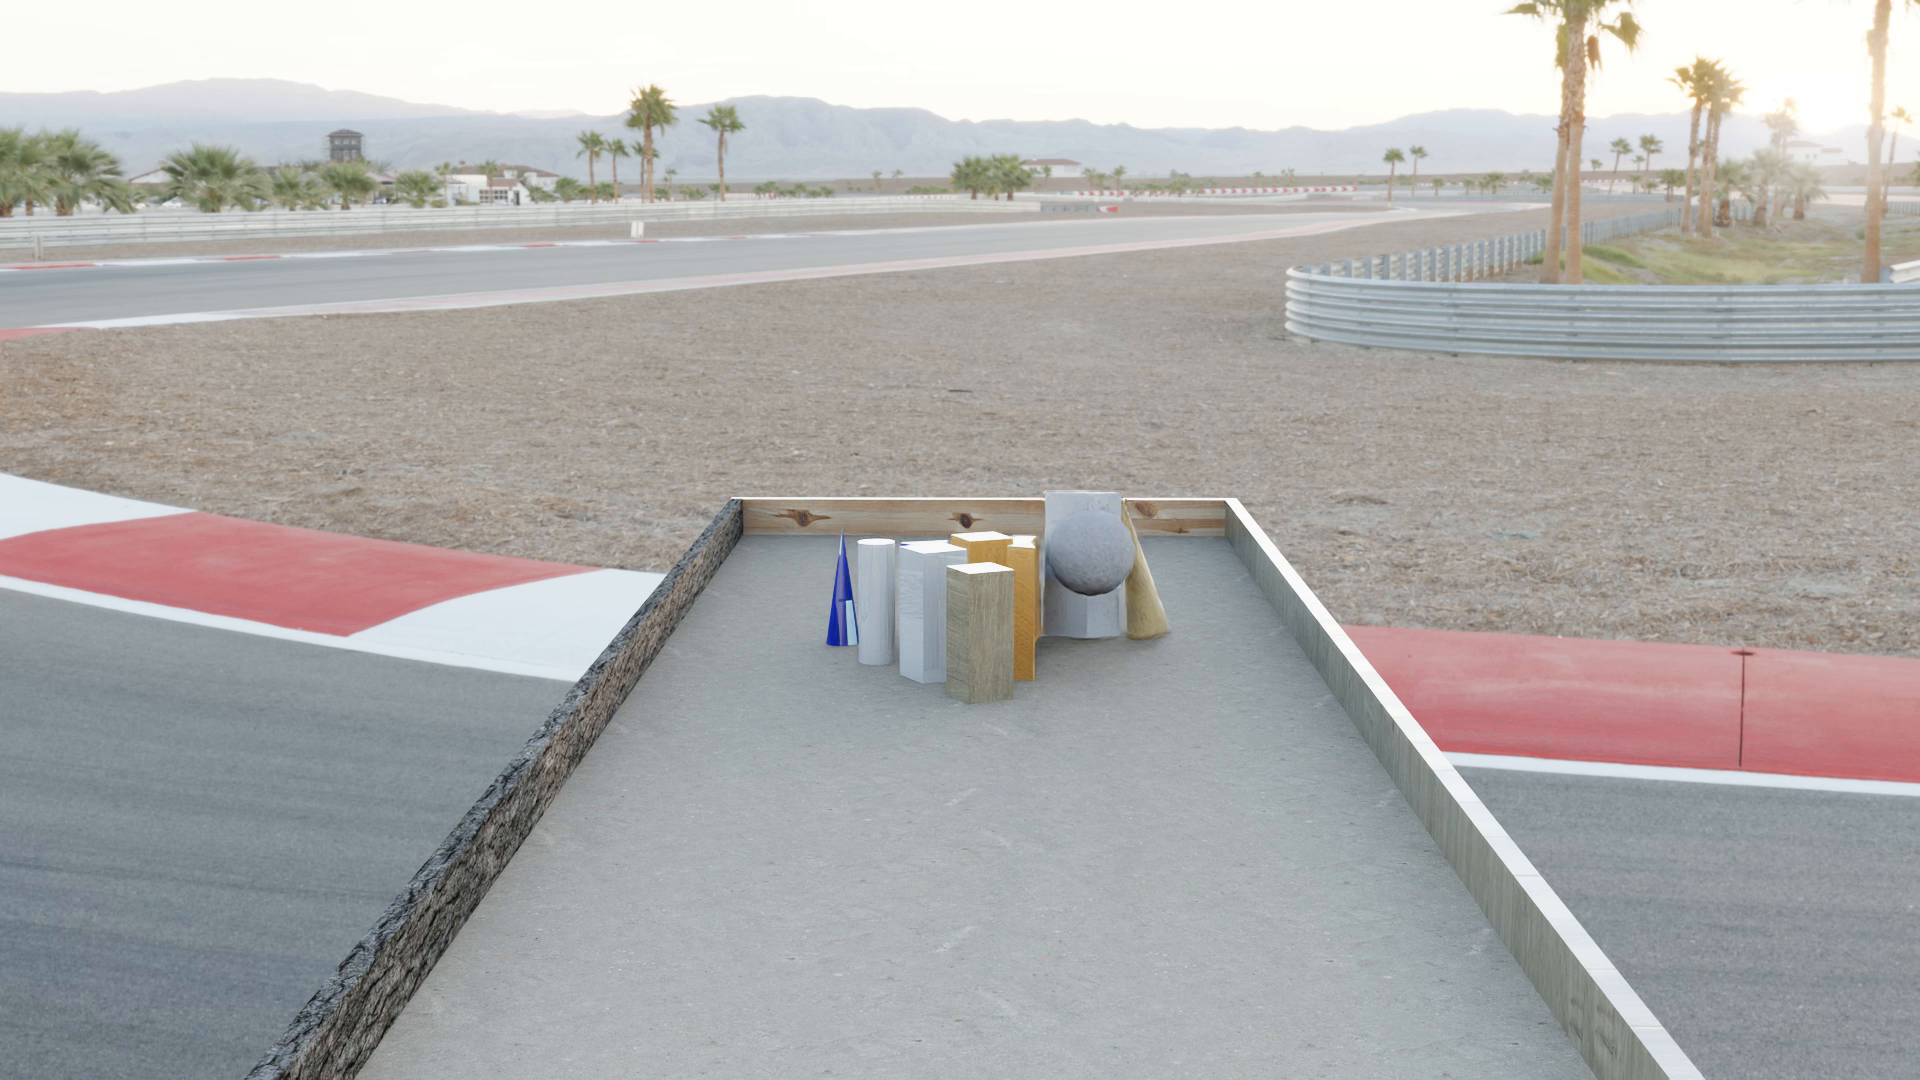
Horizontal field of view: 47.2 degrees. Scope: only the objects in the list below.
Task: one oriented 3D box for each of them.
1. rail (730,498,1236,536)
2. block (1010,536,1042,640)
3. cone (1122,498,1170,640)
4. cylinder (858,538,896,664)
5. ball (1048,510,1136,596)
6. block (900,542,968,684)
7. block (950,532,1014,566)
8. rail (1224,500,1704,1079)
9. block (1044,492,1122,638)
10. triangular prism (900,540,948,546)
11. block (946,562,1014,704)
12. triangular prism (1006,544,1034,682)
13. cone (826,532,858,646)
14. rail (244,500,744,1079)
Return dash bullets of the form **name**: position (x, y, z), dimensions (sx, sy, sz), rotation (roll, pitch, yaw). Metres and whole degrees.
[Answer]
- **rail**: position (0.099, -0.098, 9.147), dimensions (2.100, 0.150, 0.050), rotation (0, 9, 1)
- **block**: position (0.156, 0.156, 6.977), dimensions (0.165, 0.319, 0.165), rotation (-1, 9, 15)
- **cone**: position (0.557, 0.079, 6.970), dimensions (0.141, 0.456, 0.141), rotation (-11, 16, 3)
- **cylinder**: position (-0.253, 0.186, 6.661), dimensions (0.111, 0.367, 0.111), rotation (0, 9, 0)
- **ball**: position (0.401, 0.038, 6.697), dimensions (0.264, 0.264, 0.264), rotation (0, 9, 0)
- **block**: position (-0.078, 0.212, 6.444), dimensions (0.146, 0.383, 0.146), rotation (-5, 10, -29)
- **block**: position (0.067, 0.179, 6.650), dimensions (0.143, 0.385, 0.143), rotation (-4, 10, -23)
- **rail**: position (1.046, 0.843, 3.208), dimensions (0.050, 0.150, 12.000), rotation (0, 9, 1)
- **block**: position (0.390, 0.076, 7.001), dimensions (0.173, 0.455, 0.173), rotation (3, 3, 41)
- **triangular prism**: position (-0.086, 0.167, 6.939), dimensions (0.151, 0.319, 0.131), rotation (9, 12, 43)
- **block**: position (0.057, 0.261, 6.186), dimensions (0.141, 0.369, 0.141), rotation (-4, 10, -26)
- **triangular prism**: position (0.191, 0.209, 6.429), dimensions (0.087, 0.395, 0.075), rotation (4, 10, 23)
- **cone**: position (-0.369, 0.144, 6.927), dimensions (0.108, 0.367, 0.108), rotation (0, 9, 0)
- **rail**: position (-1.004, 0.839, 3.234), dimensions (0.050, 0.150, 12.000), rotation (0, 9, 1)
